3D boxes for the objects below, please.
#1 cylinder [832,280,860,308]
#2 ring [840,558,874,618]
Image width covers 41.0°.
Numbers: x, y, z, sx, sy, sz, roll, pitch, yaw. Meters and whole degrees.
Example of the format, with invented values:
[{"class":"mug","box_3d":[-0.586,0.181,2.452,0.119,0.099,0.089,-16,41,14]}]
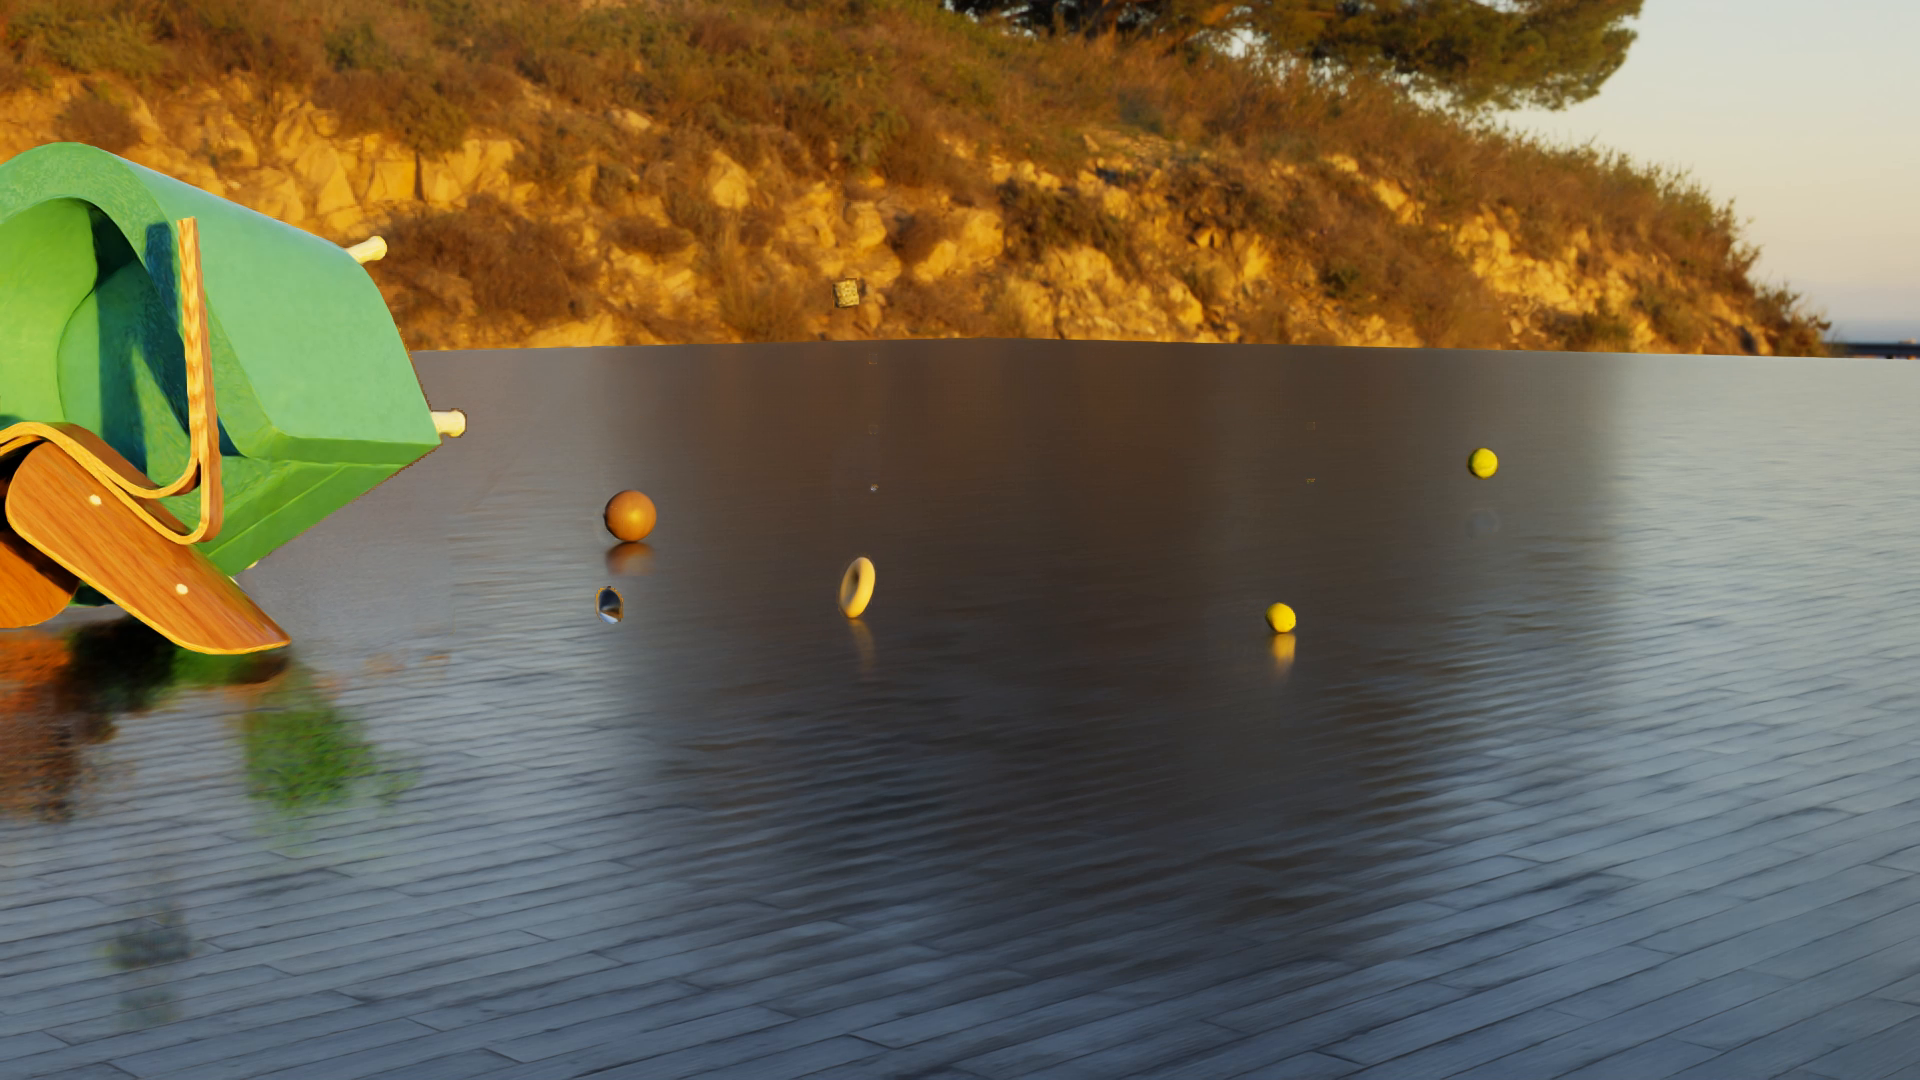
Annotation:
[{"class":"cylinder","box_3d":[-0.385,-0.829,8.648,0.080,0.082,0.090,-10,4,-4]},{"class":"ring","box_3d":[-0.200,0.093,4.981,0.032,0.131,0.093,26,-39,-28]}]
